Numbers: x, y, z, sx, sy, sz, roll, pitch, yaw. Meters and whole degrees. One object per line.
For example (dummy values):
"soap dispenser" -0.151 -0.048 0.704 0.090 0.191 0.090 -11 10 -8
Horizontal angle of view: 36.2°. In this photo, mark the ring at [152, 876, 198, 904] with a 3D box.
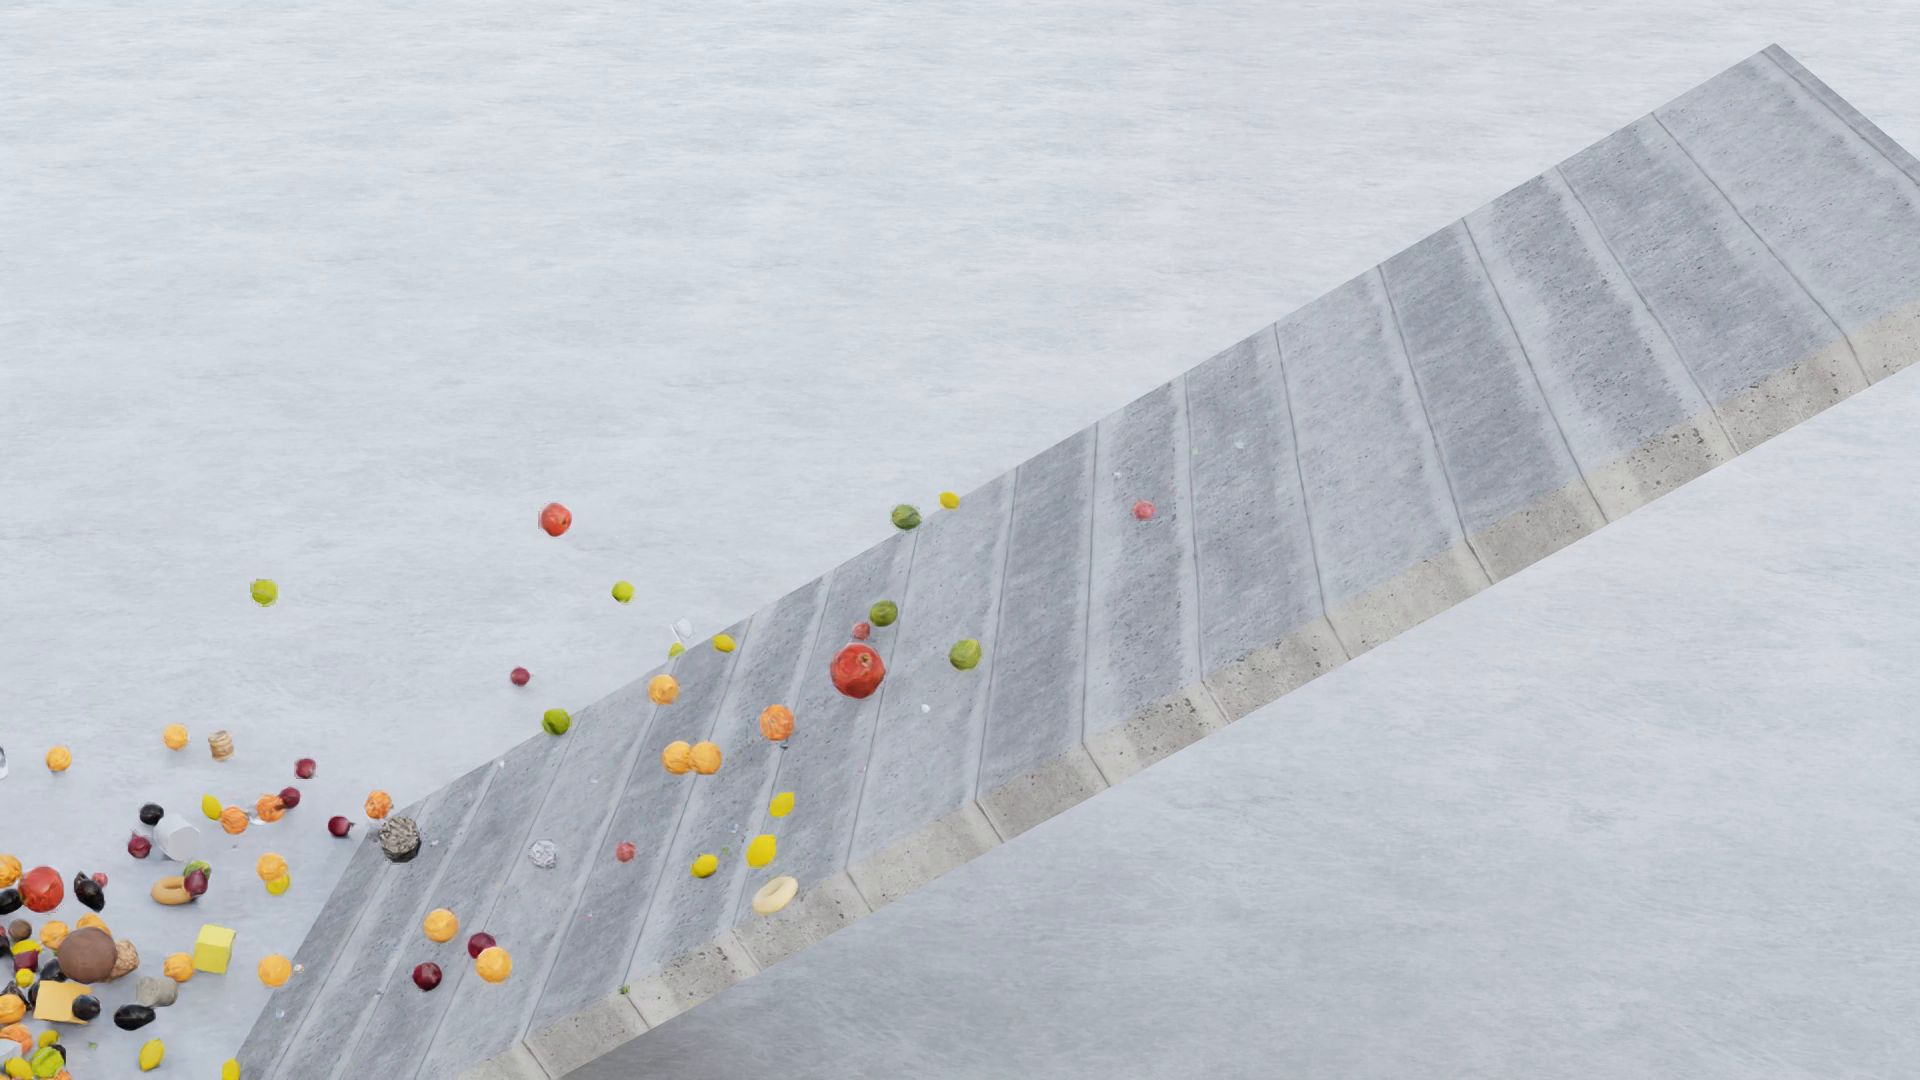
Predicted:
"ring" -1.989 0.887 7.452 0.117 0.039 0.117 1 20 0

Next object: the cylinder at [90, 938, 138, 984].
"cylinder" -2.018 1.004 7.018 0.082 0.082 0.082 16 25 38

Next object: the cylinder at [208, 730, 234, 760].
"cylinder" -2.082 0.578 8.289 0.063 0.063 0.063 -5 23 2

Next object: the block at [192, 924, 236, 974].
"block" -1.793 0.983 7.070 0.077 0.077 0.077 12 25 -6

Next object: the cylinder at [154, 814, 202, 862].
"cylinder" -2.042 0.778 7.678 0.097 0.097 0.097 -12 22 -32

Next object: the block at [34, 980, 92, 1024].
"block" -2.074 1.070 6.801 0.087 0.087 0.087 3 -14 10

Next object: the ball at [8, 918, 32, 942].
"ball" -2.307 0.959 7.220 0.056 0.056 0.056 0 19 0

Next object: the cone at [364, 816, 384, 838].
"cone" -1.495 0.733 7.558 0.057 0.057 0.057 -12 21 -11

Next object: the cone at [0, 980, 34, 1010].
"cone" -2.205 1.083 6.894 0.076 0.076 0.076 28 21 0

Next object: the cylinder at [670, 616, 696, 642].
"cylinder" -0.862 0.278 9.127 0.060 0.060 0.060 -30 -2 -1

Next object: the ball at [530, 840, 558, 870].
"ball" -0.910 0.689 6.438 0.063 0.063 0.063 0 19 0

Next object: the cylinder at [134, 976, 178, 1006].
"cylinder" -1.850 1.041 6.774 0.069 0.069 0.069 10 -3 27

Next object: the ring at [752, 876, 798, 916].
"ring" -0.342 0.657 5.436 0.094 0.031 0.094 -31 16 10

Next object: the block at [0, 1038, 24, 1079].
"block" -2.154 1.169 6.581 0.077 0.077 0.077 8 21 22

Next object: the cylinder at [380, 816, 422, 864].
"cylinder" -1.332 0.713 7.000 0.093 0.093 0.093 -3 -20 -8

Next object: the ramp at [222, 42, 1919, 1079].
"ramp" 0.142 0.168 6.287 4.000 0.100 2.000 -29 15 12

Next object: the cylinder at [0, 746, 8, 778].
"cylinder" -2.668 0.614 8.119 0.070 0.070 0.070 1 44 -1

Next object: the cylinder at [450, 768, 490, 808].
"cylinder" -1.221 0.636 7.357 0.096 0.096 0.096 -4 24 2

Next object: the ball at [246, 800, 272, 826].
"ball" -1.873 0.730 7.863 0.066 0.066 0.066 0 19 0

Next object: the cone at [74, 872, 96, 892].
"cone" -2.225 0.877 7.503 0.053 0.053 0.053 20 6 -35
